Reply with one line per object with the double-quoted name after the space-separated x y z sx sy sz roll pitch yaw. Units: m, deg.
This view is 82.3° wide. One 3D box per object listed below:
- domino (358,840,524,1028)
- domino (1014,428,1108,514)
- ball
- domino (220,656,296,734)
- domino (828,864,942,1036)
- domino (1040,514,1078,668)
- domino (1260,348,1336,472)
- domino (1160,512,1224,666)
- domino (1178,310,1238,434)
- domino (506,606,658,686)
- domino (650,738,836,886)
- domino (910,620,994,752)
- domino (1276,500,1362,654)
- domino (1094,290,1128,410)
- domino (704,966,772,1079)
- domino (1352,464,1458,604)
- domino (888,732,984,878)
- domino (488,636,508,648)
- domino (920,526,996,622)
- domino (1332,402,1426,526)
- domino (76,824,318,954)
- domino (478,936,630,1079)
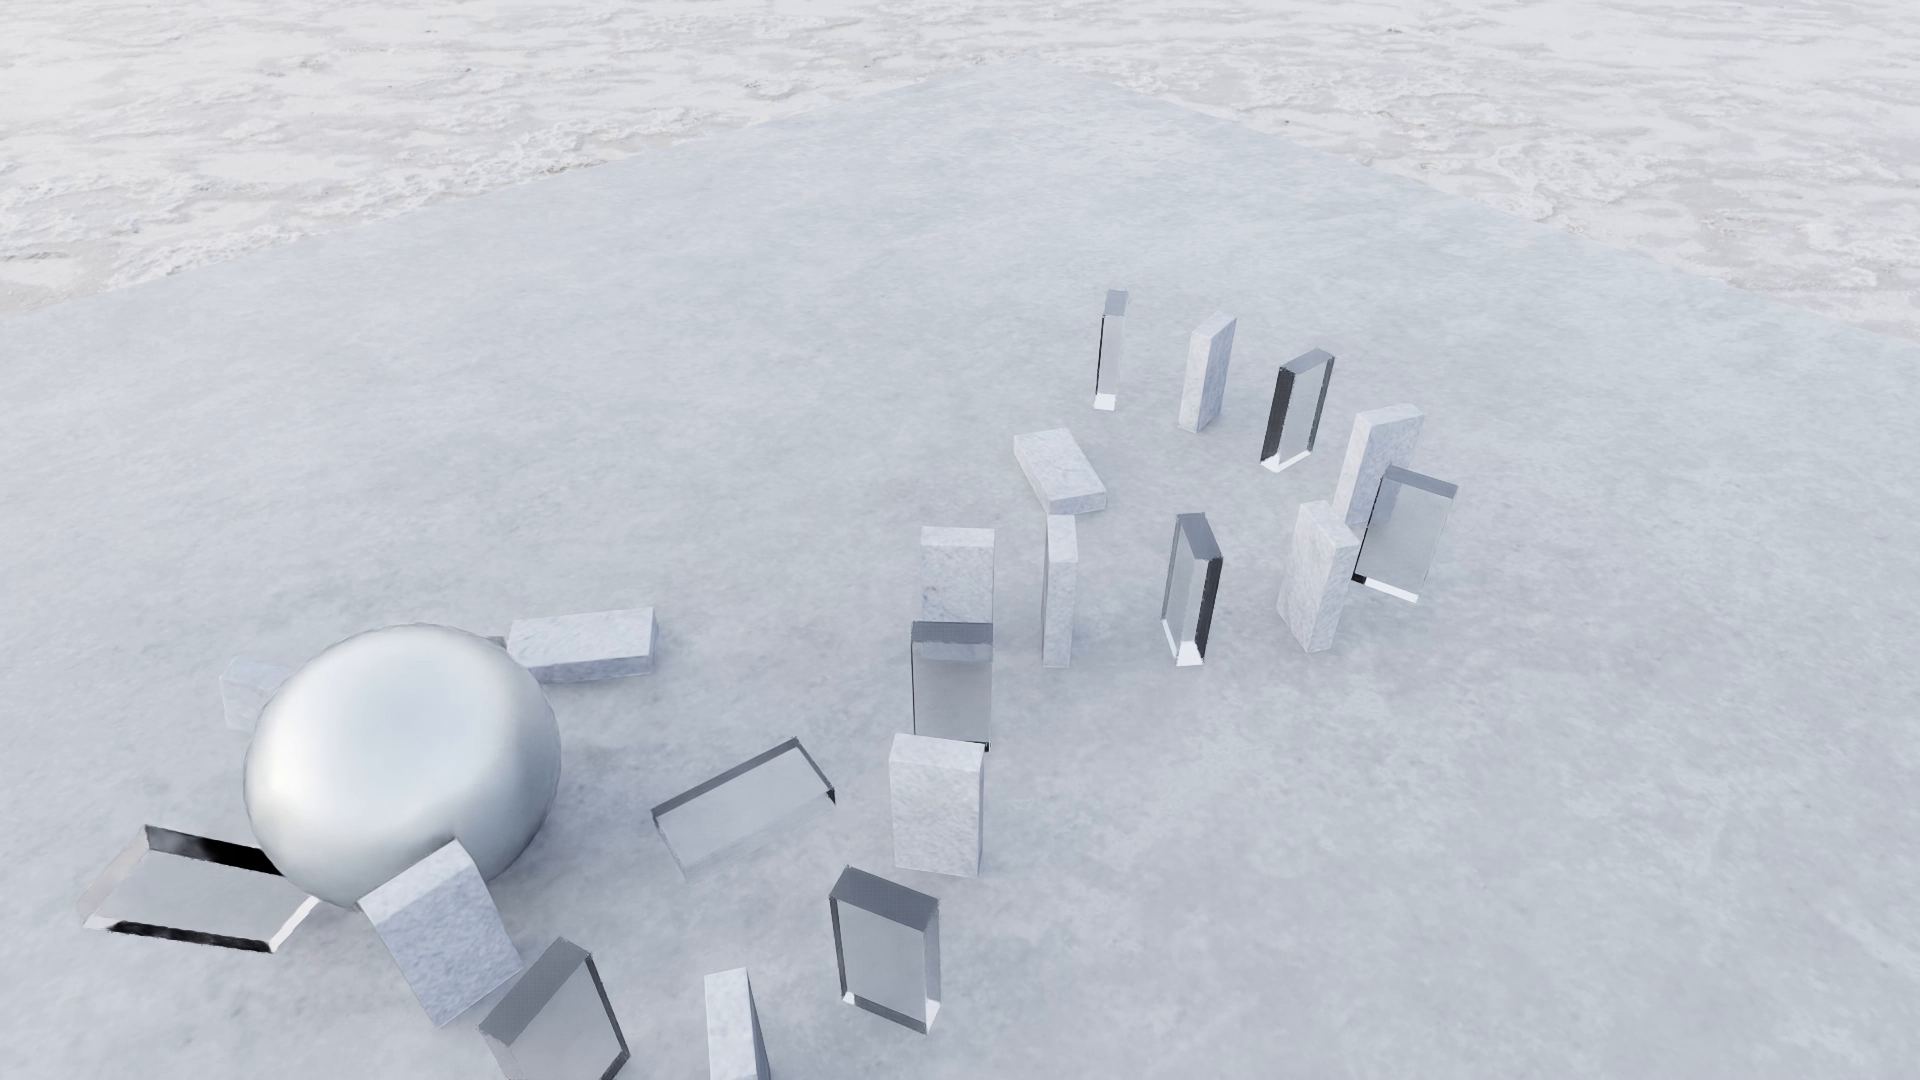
-0.133 0.103 0.286 0.009 0.050 0.025 32 49 33 "domino"
0.043 -0.030 0.480 0.025 0.010 0.050 -10 40 -12 "domino"
-0.155 0.063 0.310 0.080 0.080 0.080 0 39 0 "ball"
-0.207 0.055 0.353 0.050 0.025 0.010 16 38 -10 "domino"
-0.018 0.106 0.282 0.025 0.050 0.010 15 42 17 "domino"
0.035 0.018 0.389 0.009 0.050 0.025 1 39 1 "domino"
0.147 -0.056 0.480 0.025 0.050 0.010 -27 46 -29 "domino"
0.082 0.018 0.390 0.010 0.050 0.025 -3 39 -4 "domino"
0.114 -0.077 0.505 0.009 0.050 0.025 26 46 28 "domino"
-0.136 0.038 0.397 0.050 0.009 0.025 -5 40 -7 "domino"
-0.067 0.083 0.342 0.050 0.009 0.025 -24 45 -26 "domino"
-0.002 0.048 0.353 0.025 0.050 0.009 2 39 2 "domino"
0.128 0.013 0.395 0.009 0.050 0.025 -9 40 -11 "domino"
0.072 -0.090 0.521 0.010 0.050 0.025 8 40 9 "domino"
-0.051 0.126 0.258 0.010 0.050 0.025 -9 40 -10 "domino"
0.167 -0.002 0.414 0.025 0.050 0.009 22 44 25 "domino"
-0.006 0.077 0.317 0.025 0.050 0.009 6 40 7 "domino"
-0.186 0.048 0.385 0.050 0.009 0.025 -5 40 -6 "domino"
-0.001 0.018 0.389 0.025 0.050 0.009 2 39 3 "domino"
0.170 -0.030 0.449 0.025 0.050 0.009 -13 41 -15 "domino"
-0.199 0.094 0.293 0.025 0.050 0.009 -49 52 -2 "domino"
-0.096 0.121 0.264 0.009 0.050 0.025 19 43 21 "domino"
